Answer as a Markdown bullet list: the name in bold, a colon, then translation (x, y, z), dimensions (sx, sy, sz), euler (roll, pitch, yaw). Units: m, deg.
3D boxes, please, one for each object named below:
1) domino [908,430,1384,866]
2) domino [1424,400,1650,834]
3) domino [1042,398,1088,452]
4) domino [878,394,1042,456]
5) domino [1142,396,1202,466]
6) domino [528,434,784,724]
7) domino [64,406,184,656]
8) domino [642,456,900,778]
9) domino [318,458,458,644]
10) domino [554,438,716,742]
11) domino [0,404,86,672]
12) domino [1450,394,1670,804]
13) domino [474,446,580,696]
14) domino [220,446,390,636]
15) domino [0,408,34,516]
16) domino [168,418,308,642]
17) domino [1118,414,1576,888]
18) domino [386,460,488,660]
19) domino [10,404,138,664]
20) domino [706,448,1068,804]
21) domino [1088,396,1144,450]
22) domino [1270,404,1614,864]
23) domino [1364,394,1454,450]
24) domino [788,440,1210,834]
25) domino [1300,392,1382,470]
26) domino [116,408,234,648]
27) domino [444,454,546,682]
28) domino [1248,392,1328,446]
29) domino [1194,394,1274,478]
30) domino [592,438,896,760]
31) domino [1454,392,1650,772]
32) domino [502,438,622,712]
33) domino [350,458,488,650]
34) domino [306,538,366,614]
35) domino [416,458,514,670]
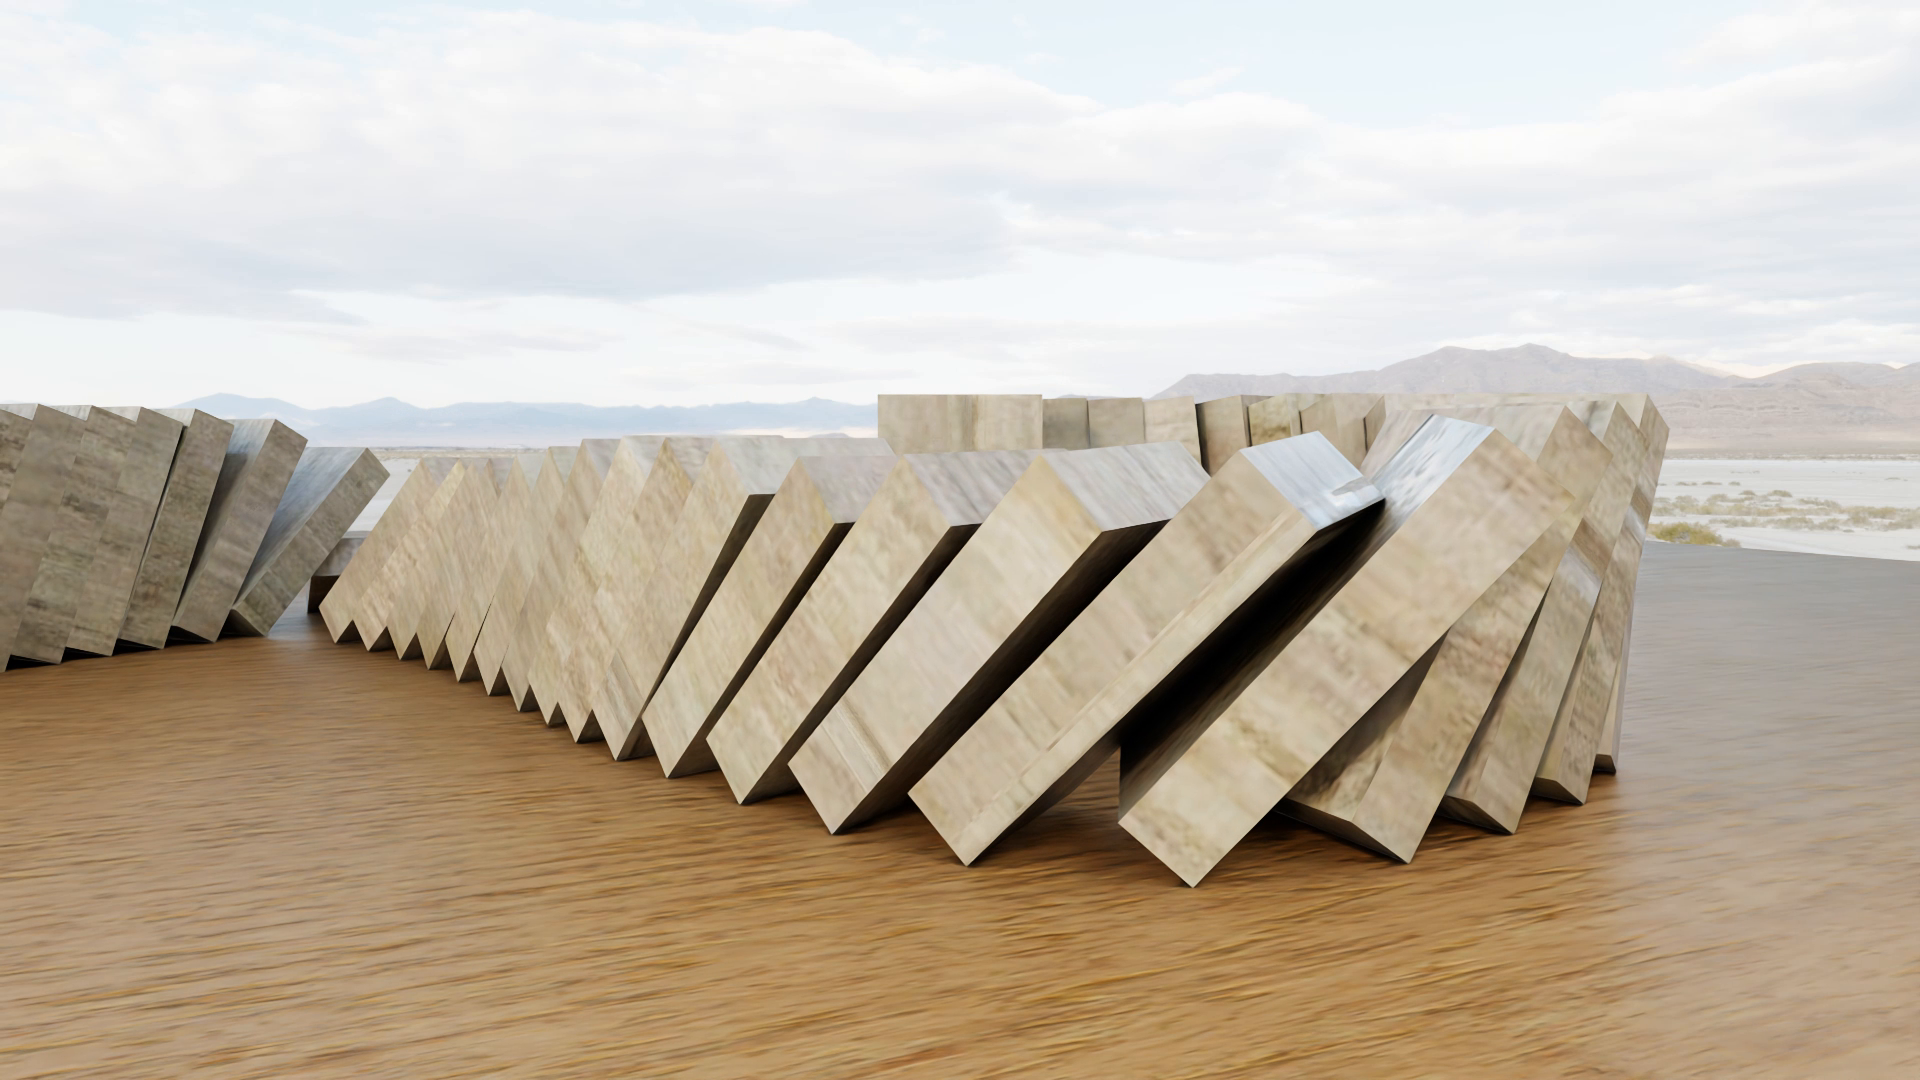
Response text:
- **domino**: translation (0.019, 0.011, 0.130), dimensions (0.010, 0.050, 0.025), euler (49, 28, 15)
- **domino**: translation (0.061, 0.007, 0.154), dimensions (0.010, 0.050, 0.025), euler (35, -17, -32)
- **domino**: translation (0.012, 0.000, 0.228), dimensions (0.009, 0.050, 0.025), euler (-5, 6, -31)
- **domino**: translation (0.000, 0.002, 0.201), dimensions (0.025, 0.050, 0.009), euler (0, 4, 0)
- **domino**: translation (0.040, 0.000, 0.234), dimensions (0.010, 0.050, 0.025), euler (-6, 3, 10)
- **domino**: translation (-0.044, 0.006, 0.189), dimensions (0.025, 0.050, 0.010), euler (-4, 49, -41)
- **domino**: translation (-0.180, -0.002, 0.265), dimensions (0.025, 0.050, 0.010), euler (2, -16, 24)
- **domino**: translation (-0.018, 0.010, 0.159), dimensions (0.025, 0.010, 0.050), euler (-4, -37, -42)
- **domino**: translation (-0.112, 0.002, 0.272), dimensions (0.050, 0.009, 0.025), euler (-44, -21, 28)
- **domino**: translation (-0.036, 0.007, 0.179), dimensions (0.025, 0.050, 0.010), euler (-4, 48, -42)
- **domino**: translation (-0.188, -0.001, 0.246), dimensions (0.025, 0.050, 0.010), euler (2, -16, 24)
- **domino**: translation (0.071, 0.006, 0.164), dimensions (0.025, 0.050, 0.010), euler (5, -21, 47)
- **domino**: translation (-0.061, 0.006, 0.212), dimensions (0.025, 0.050, 0.010), euler (-4, 51, -40)
- **domino**: translation (-0.159, -0.001, 0.301), dimensions (0.025, 0.010, 0.050), euler (2, 49, 24)
- **domino**: translation (-0.191, 0.000, 0.236), dimensions (0.025, 0.050, 0.010), euler (2, -16, 24)
- **domino**: translation (-0.168, -0.003, 0.286), dimensions (0.025, 0.050, 0.010), euler (2, -25, 24)
- **domino**: translation (0.036, 0.010, 0.130), dimensions (0.010, 0.050, 0.025), euler (41, 11, 0)
- **domino**: translation (-0.090, 0.004, 0.250), dimensions (0.025, 0.010, 0.050), euler (-5, -34, -47)
- **domino**: translation (-0.184, -0.002, 0.255), dimensions (0.025, 0.050, 0.009), euler (2, -16, 24)
- **domino**: translation (-0.007, 0.010, 0.148), dimensions (0.025, 0.010, 0.050), euler (-6, -37, -45)
- **domino**: translation (0.026, 0.000, 0.232), dimensions (0.010, 0.050, 0.025), euler (-4, 5, -10)
- **domino**: translation (0.049, 0.008, 0.144), dimensions (0.010, 0.050, 0.025), euler (36, -12, -24)
- **domino**: translation (0.077, 0.003, 0.192), dimensions (0.025, 0.050, 0.010), euler (0, -17, 0)
- **domino**: translation (0.005, 0.011, 0.138), dimensions (0.025, 0.010, 0.050), euler (-10, -34, -50)
- **domino**: translation (0.072, 0.002, 0.206), dimensions (0.025, 0.050, 0.009), euler (-1, -13, -17)
- **domino**: translation (-0.175, -0.003, 0.274), dimensions (0.025, 0.050, 0.009), euler (2, -17, 24)
- **domino**: translation (-0.070, 0.005, 0.224), dimensions (0.025, 0.010, 0.050), euler (-4, -37, -40)
- **domino**: translation (0.065, 0.001, 0.219), dimensions (0.025, 0.050, 0.009), euler (-2, -7, -29)
- **domino**: translation (0.056, 0.000, 0.230), dimensions (0.025, 0.050, 0.010), euler (-4, -3, -45)
- **domino**: translation (-0.028, 0.008, 0.169), dimensions (0.025, 0.050, 0.010), euler (-4, 48, -42)
- **domino**: translation (0.078, 0.004, 0.176), dimensions (0.025, 0.050, 0.010), euler (4, -19, 32)
- **domino**: translation (-0.052, 0.006, 0.200), dimensions (0.025, 0.050, 0.010), euler (-4, 48, -40)
- **domino**: translation (-0.101, 0.003, 0.262), dimensions (0.050, 0.009, 0.025), euler (-44, -21, 28)
- **domino**: translation (-0.138, 0.008, 0.326), dimensions (0.050, 0.010, 0.025), euler (-2, -22, -30)
- **domino**: translation (-0.080, 0.005, 0.237), dimensions (0.025, 0.010, 0.050), euler (-4, -35, -42)
